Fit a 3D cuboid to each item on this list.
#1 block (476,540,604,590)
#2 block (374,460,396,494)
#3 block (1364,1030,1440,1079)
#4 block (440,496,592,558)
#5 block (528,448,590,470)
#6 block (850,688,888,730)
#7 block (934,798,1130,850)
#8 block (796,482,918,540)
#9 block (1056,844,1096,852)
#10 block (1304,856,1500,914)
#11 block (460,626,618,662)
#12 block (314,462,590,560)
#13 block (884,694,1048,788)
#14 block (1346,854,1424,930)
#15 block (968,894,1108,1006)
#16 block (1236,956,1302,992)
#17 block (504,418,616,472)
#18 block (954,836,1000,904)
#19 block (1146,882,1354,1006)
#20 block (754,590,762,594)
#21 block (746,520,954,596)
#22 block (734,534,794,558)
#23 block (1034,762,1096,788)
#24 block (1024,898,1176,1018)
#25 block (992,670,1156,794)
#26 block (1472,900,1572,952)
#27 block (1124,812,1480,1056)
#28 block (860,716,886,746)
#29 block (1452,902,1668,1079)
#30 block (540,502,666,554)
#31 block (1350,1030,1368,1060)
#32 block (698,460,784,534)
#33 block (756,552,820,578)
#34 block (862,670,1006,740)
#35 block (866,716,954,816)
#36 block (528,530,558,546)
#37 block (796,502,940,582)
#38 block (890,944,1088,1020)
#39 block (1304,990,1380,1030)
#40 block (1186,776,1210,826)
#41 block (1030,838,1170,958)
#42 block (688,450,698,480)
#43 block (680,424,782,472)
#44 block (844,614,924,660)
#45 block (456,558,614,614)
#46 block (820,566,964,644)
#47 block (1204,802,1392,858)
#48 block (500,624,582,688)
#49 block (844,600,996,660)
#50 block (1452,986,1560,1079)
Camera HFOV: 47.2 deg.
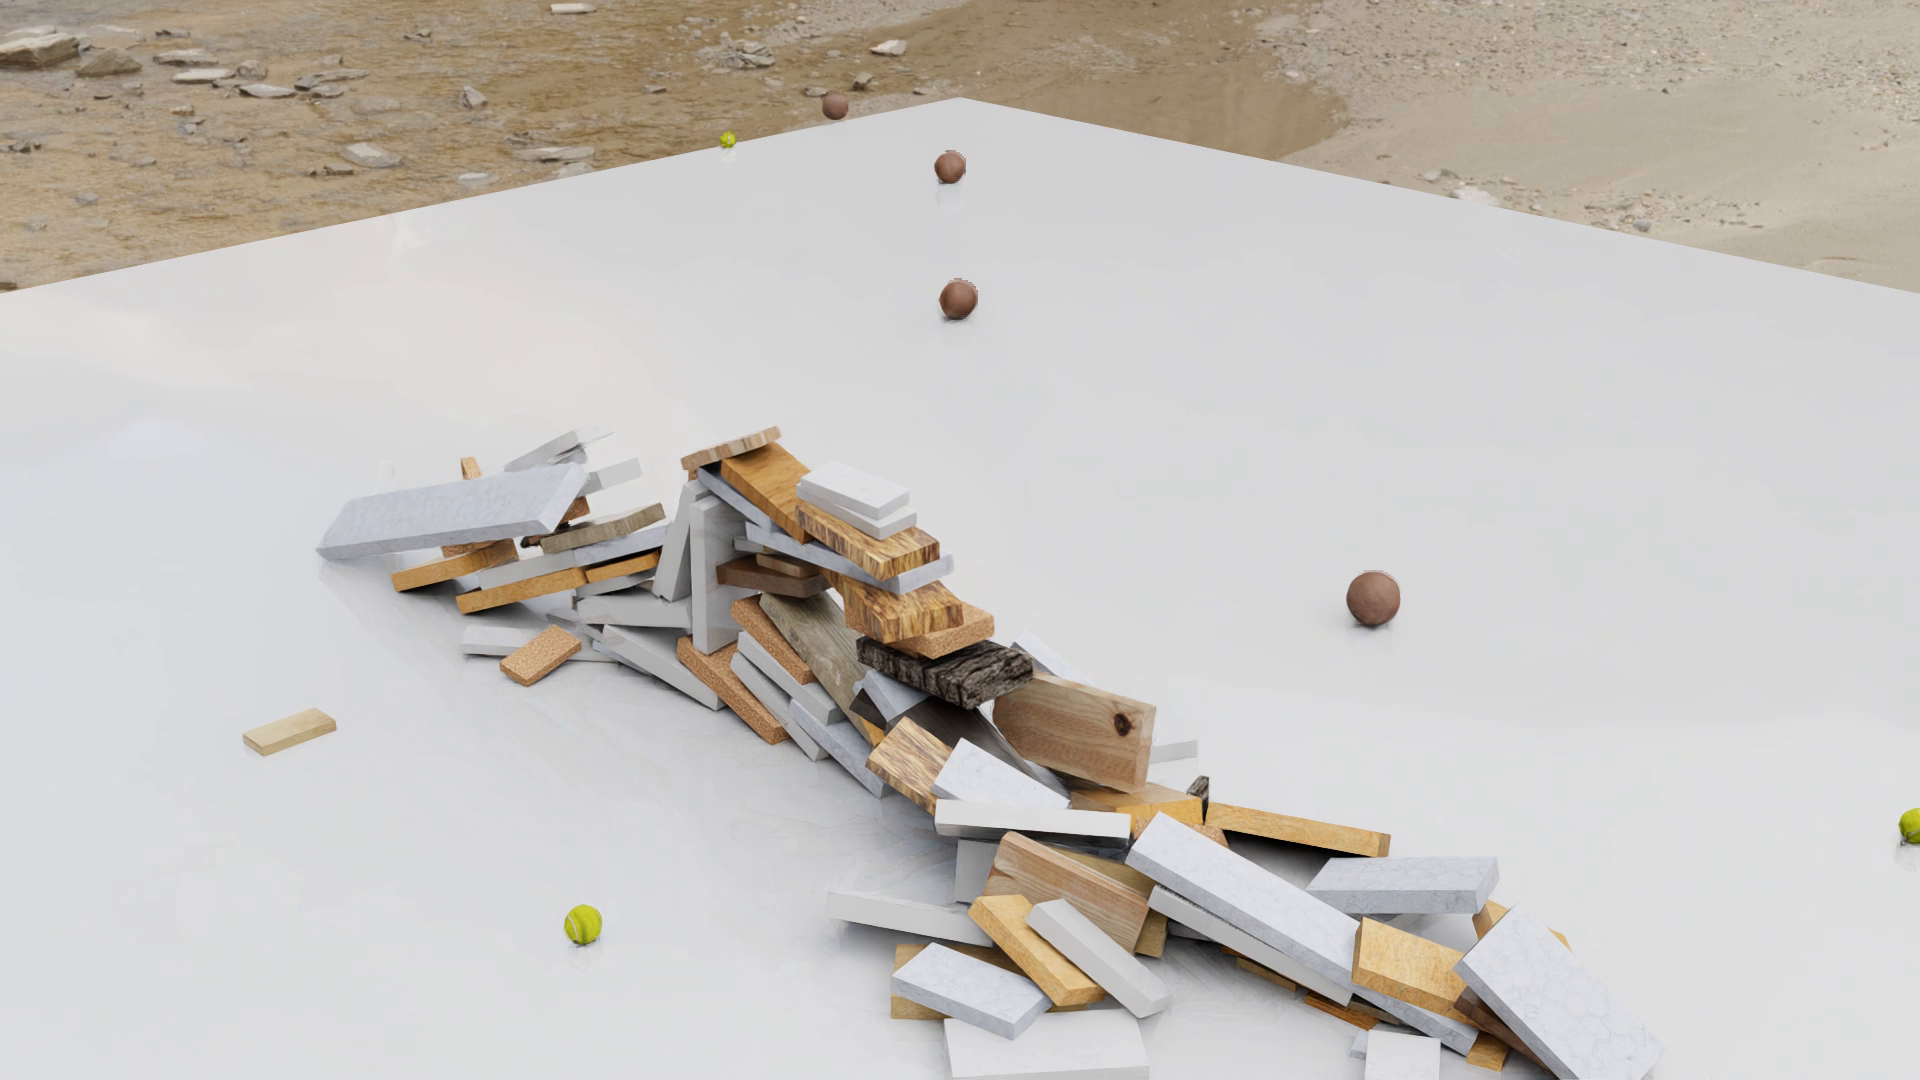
[{"bbox_3d":[-0.979,0.047,5.223,0.320,0.045,0.160,-13,9,34],"label":"block"},{"bbox_3d":[-1.523,-0.103,5.837,0.037,0.130,0.260,-4,23,-10],"label":"block"},{"bbox_3d":[0.718,0.895,3.584,0.118,0.033,0.236,5,28,12],"label":"block"},{"bbox_3d":[-1.063,-0.032,5.247,0.330,0.047,0.165,-15,5,28],"label":"block"},{"bbox_3d":[-1.024,-0.146,5.267,0.260,0.037,0.130,-23,2,33],"label":"block"},{"bbox_3d":[-0.114,0.281,4.571,0.120,0.034,0.349,32,33,1],"label":"block"},{"bbox_3d":[0.133,0.524,4.044,0.351,0.043,0.153,4,-16,3],"label":"block"},{"bbox_3d":[-0.211,-0.073,4.446,0.102,0.029,0.254,-25,38,-38],"label":"block"},{"bbox_3d":[0.216,0.564,4.211,0.086,0.024,0.200,-19,8,-1],"label":"block"},{"bbox_3d":[0.813,0.634,4.042,0.318,0.045,0.159,-5,12,29],"label":"block"},{"bbox_3d":[-0.973,0.241,5.120,0.363,0.025,0.087,4,27,-2],"label":"block"},{"bbox_3d":[-1.240,-0.061,5.273,1.054,0.047,0.165,-5,48,47],"label":"block"},{"bbox_3d":[0.026,0.449,4.293,0.171,0.048,0.341,-29,65,-31],"label":"block"},{"bbox_3d":[0.830,0.668,4.144,0.236,0.033,0.118,-19,30,-38],"label":"block"},{"bbox_3d":[0.138,0.709,3.817,0.125,0.035,0.249,8,26,-49],"label":"block"},{"bbox_3d":[0.566,0.764,3.937,0.128,0.018,0.064,20,30,39],"label":"block"},{"bbox_3d":[-0.952,-0.217,5.228,0.261,0.037,0.131,-22,2,36],"label":"block"},{"bbox_3d":[0.112,0.630,4.117,0.239,0.120,0.034,6,9,14],"label":"block"},{"bbox_3d":[0.531,0.676,3.872,0.382,0.041,0.145,25,33,13],"label":"block"},{"bbox_3d":[-0.441,0.018,5.136,0.393,0.172,0.049,-22,1,34],"label":"block"},{"bbox_3d":[-0.232,0.012,4.527,0.145,0.041,0.492,-23,28,-38],"label":"block"},{"bbox_3d":[-0.396,0.006,4.765,0.176,0.025,0.088,7,20,39],"label":"block"},{"bbox_3d":[0.224,0.460,4.550,0.143,0.020,0.072,27,44,0],"label":"block"},{"bbox_3d":[0.244,0.724,3.819,0.262,0.037,0.131,38,11,22],"label":"block"},{"bbox_3d":[0.222,0.376,4.406,0.344,0.172,0.049,15,13,32],"label":"block"},{"bbox_3d":[0.992,0.727,3.821,0.162,0.046,0.324,25,12,2],"label":"block"},{"bbox_3d":[0.605,0.678,3.824,0.659,0.037,0.131,28,34,14],"label":"block"},{"bbox_3d":[-0.168,0.377,4.447,0.047,0.013,0.094,1,44,-36],"label":"block"},{"bbox_3d":[0.983,0.769,3.611,0.159,0.045,0.328,-37,74,-28],"label":"block"},{"bbox_3d":[-0.826,-0.026,5.075,0.275,0.039,0.138,-12,10,37],"label":"block"},{"bbox_3d":[0.722,0.863,3.706,0.116,0.016,0.058,10,25,21],"label":"block"},{"bbox_3d":[-0.426,-0.107,4.689,0.138,0.039,0.275,-20,37,-33],"label":"block"},{"bbox_3d":[-0.351,0.045,4.699,0.088,0.025,0.176,-16,18,-33],"label":"block"},{"bbox_3d":[-0.001,0.416,4.384,0.171,0.048,0.449,-20,60,-33],"label":"block"},{"bbox_3d":[-0.044,0.456,4.216,0.249,0.035,0.125,34,53,12],"label":"block"},{"bbox_3d":[-0.971,-0.004,5.189,0.056,0.016,0.112,-29,-9,8],"label":"block"},{"bbox_3d":[-0.188,-0.015,4.415,0.145,0.041,0.291,-20,36,-33],"label":"block"},{"bbox_3d":[0.053,0.779,3.866,0.338,0.046,0.162,1,23,2],"label":"block"},{"bbox_3d":[0.673,0.809,3.830,0.128,0.018,0.064,19,29,37],"label":"block"},{"bbox_3d":[0.464,0.540,4.303,0.020,0.143,0.072,10,25,26],"label":"block"},{"bbox_3d":[0.240,0.650,4.003,0.291,0.145,0.041,12,2,14],"label":"block"},{"bbox_3d":[-0.558,-0.016,5.058,0.130,0.406,0.037,29,47,26],"label":"block"},{"bbox_3d":[-0.486,-0.196,4.668,0.203,0.029,0.102,-15,8,35],"label":"block"},{"bbox_3d":[-0.114,0.173,4.447,0.120,0.034,0.240,-21,27,-34],"label":"block"},{"bbox_3d":[-1.006,0.100,5.251,0.426,0.045,0.160,-12,10,39],"label":"block"},{"bbox_3d":[-0.143,0.095,4.421,0.167,0.047,0.407,-12,23,-17],"label":"block"},{"bbox_3d":[0.658,0.564,4.272,0.333,0.047,0.167,8,-6,19],"label":"block"},{"bbox_3d":[-0.960,0.265,5.039,0.087,0.025,0.174,28,45,25],"label":"block"},{"bbox_3d":[-0.084,0.150,4.394,0.153,0.043,0.305,-20,26,-32],"label":"block"},{"bbox_3d":[0.939,0.806,3.672,0.209,0.030,0.104,33,35,21],"label":"block"}]
